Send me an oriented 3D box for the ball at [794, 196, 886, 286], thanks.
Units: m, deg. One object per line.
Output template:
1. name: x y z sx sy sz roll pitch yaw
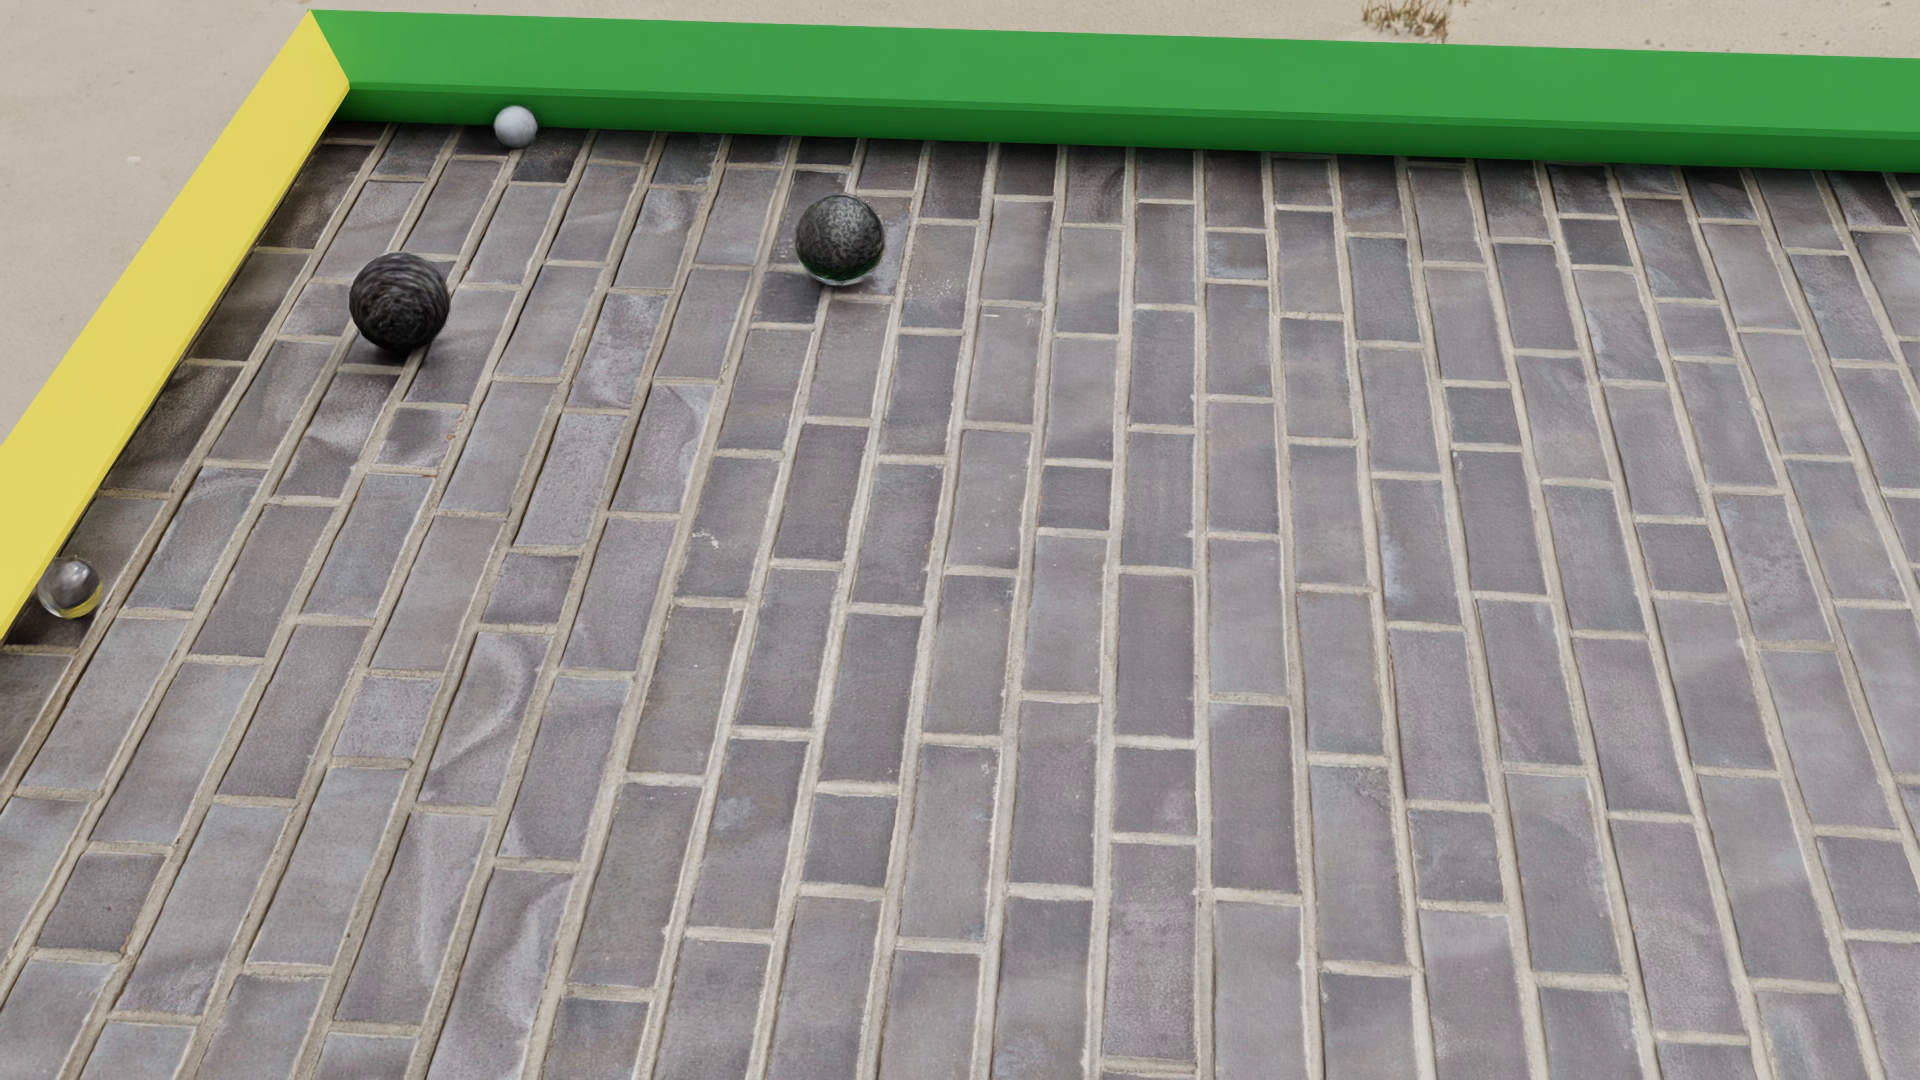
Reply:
1. ball: -0.107 -0.267 2.287 0.081 0.081 0.081 0 35 0

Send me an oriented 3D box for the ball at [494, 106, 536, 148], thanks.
1. ball: -0.437 -0.407 2.523 0.042 0.042 0.042 0 35 0

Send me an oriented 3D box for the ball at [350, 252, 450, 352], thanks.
1. ball: -0.479 -0.203 2.194 0.084 0.084 0.084 0 35 0

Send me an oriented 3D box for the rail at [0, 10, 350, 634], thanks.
1. rail: -0.672 -0.049 1.942 0.045 0.117 1.485 2 35 4

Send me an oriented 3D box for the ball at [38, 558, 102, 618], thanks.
1. ball: -0.654 0.035 1.884 0.045 0.045 0.045 0 35 0

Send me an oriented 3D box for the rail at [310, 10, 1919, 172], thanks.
1. rail: 0.749 -0.400 2.446 2.790 0.117 0.045 2 35 4
